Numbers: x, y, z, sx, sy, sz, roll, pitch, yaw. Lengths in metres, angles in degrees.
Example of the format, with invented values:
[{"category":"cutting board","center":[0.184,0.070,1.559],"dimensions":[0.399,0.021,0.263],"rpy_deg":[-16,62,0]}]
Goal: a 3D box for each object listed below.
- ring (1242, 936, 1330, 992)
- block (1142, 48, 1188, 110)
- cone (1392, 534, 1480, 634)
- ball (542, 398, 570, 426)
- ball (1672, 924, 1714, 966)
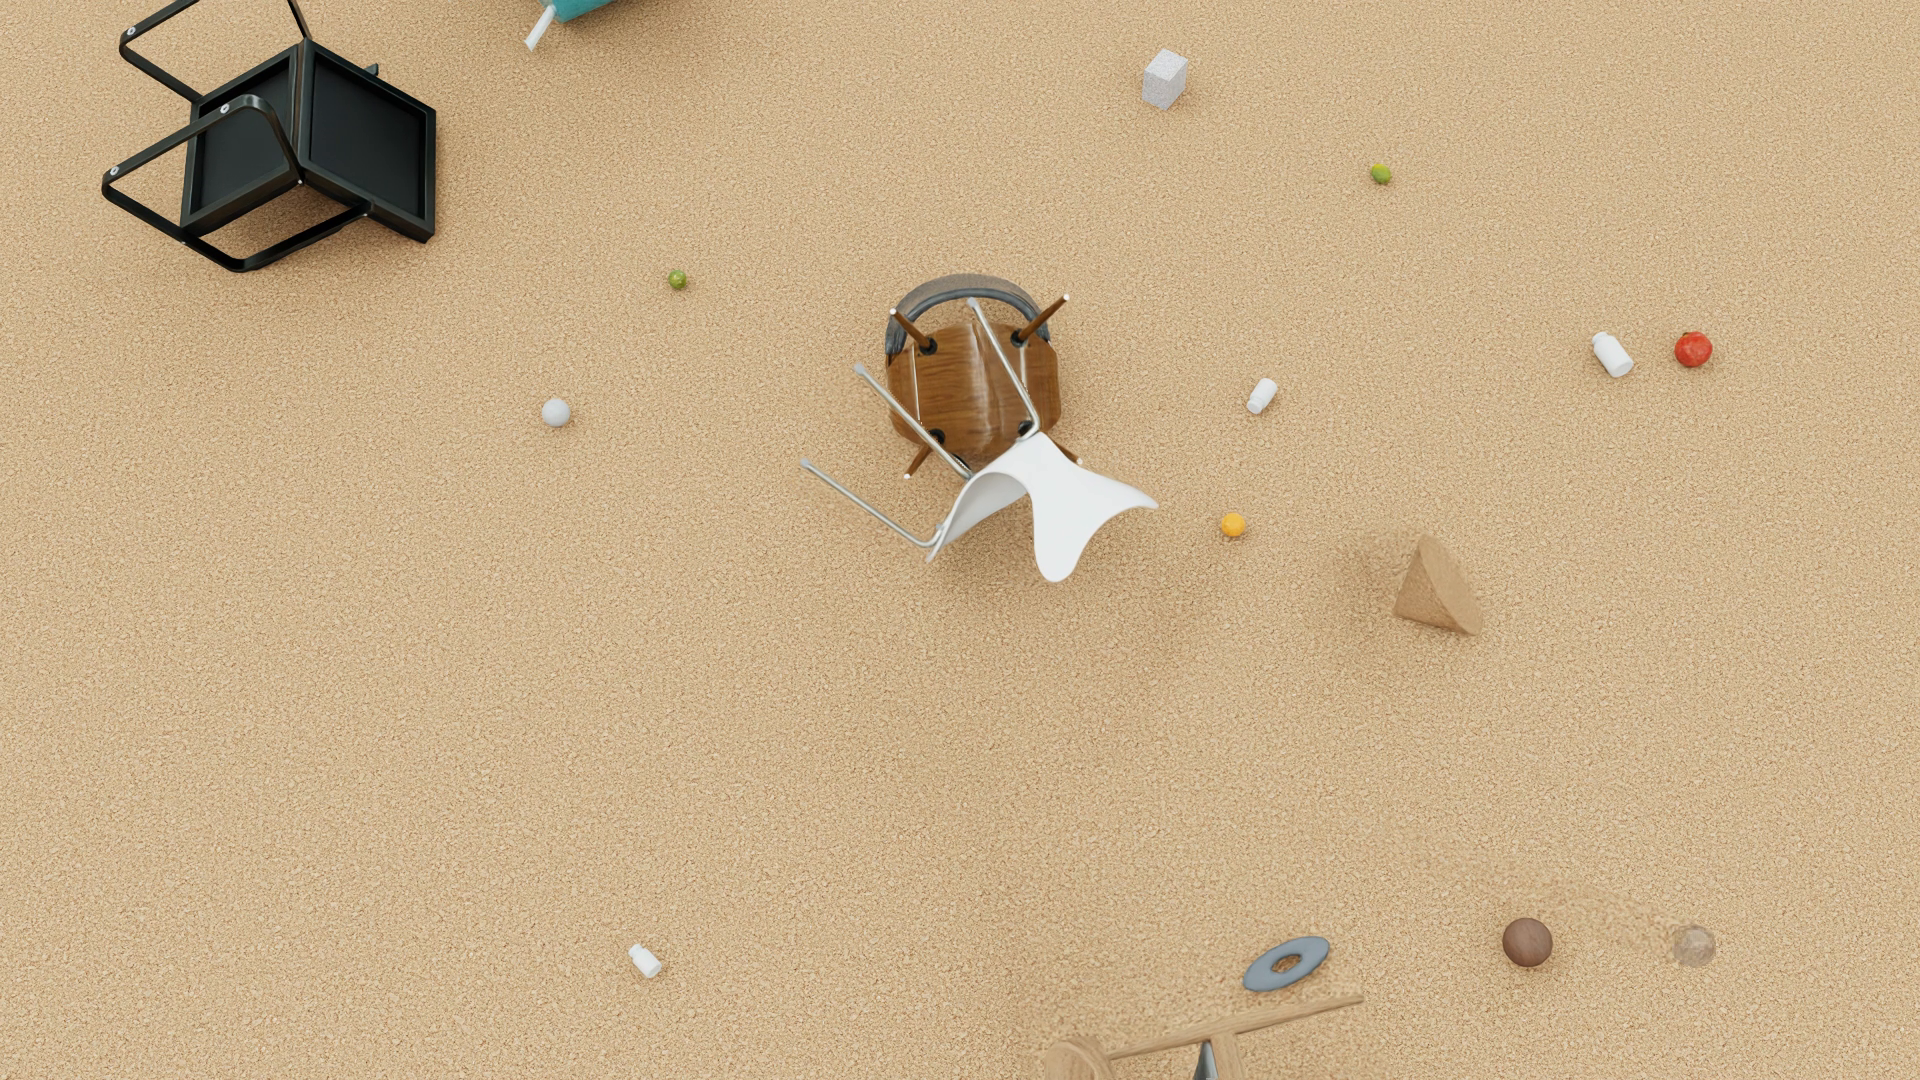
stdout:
[{"category":"ring","center":[0.861,1.118,5.801],"dimensions":[0.264,0.039,0.108],"rpy_deg":[-24,59,-15]},{"category":"block","center":[0.703,-1.581,7.552],"dimensions":[0.099,0.138,0.126],"rpy_deg":[29,61,18]},{"category":"cone","center":[1.337,0.172,6.385],"dimensions":[0.325,0.196,0.308],"rpy_deg":[58,27,-3]},{"category":"ball","center":[-1.247,-0.393,6.785],"dimensions":[0.088,0.088,0.088],"rpy_deg":[0,56,0]},{"category":"ball","center":[1.931,1.067,5.793],"dimensions":[0.109,0.109,0.109],"rpy_deg":[0,56,0]}]
